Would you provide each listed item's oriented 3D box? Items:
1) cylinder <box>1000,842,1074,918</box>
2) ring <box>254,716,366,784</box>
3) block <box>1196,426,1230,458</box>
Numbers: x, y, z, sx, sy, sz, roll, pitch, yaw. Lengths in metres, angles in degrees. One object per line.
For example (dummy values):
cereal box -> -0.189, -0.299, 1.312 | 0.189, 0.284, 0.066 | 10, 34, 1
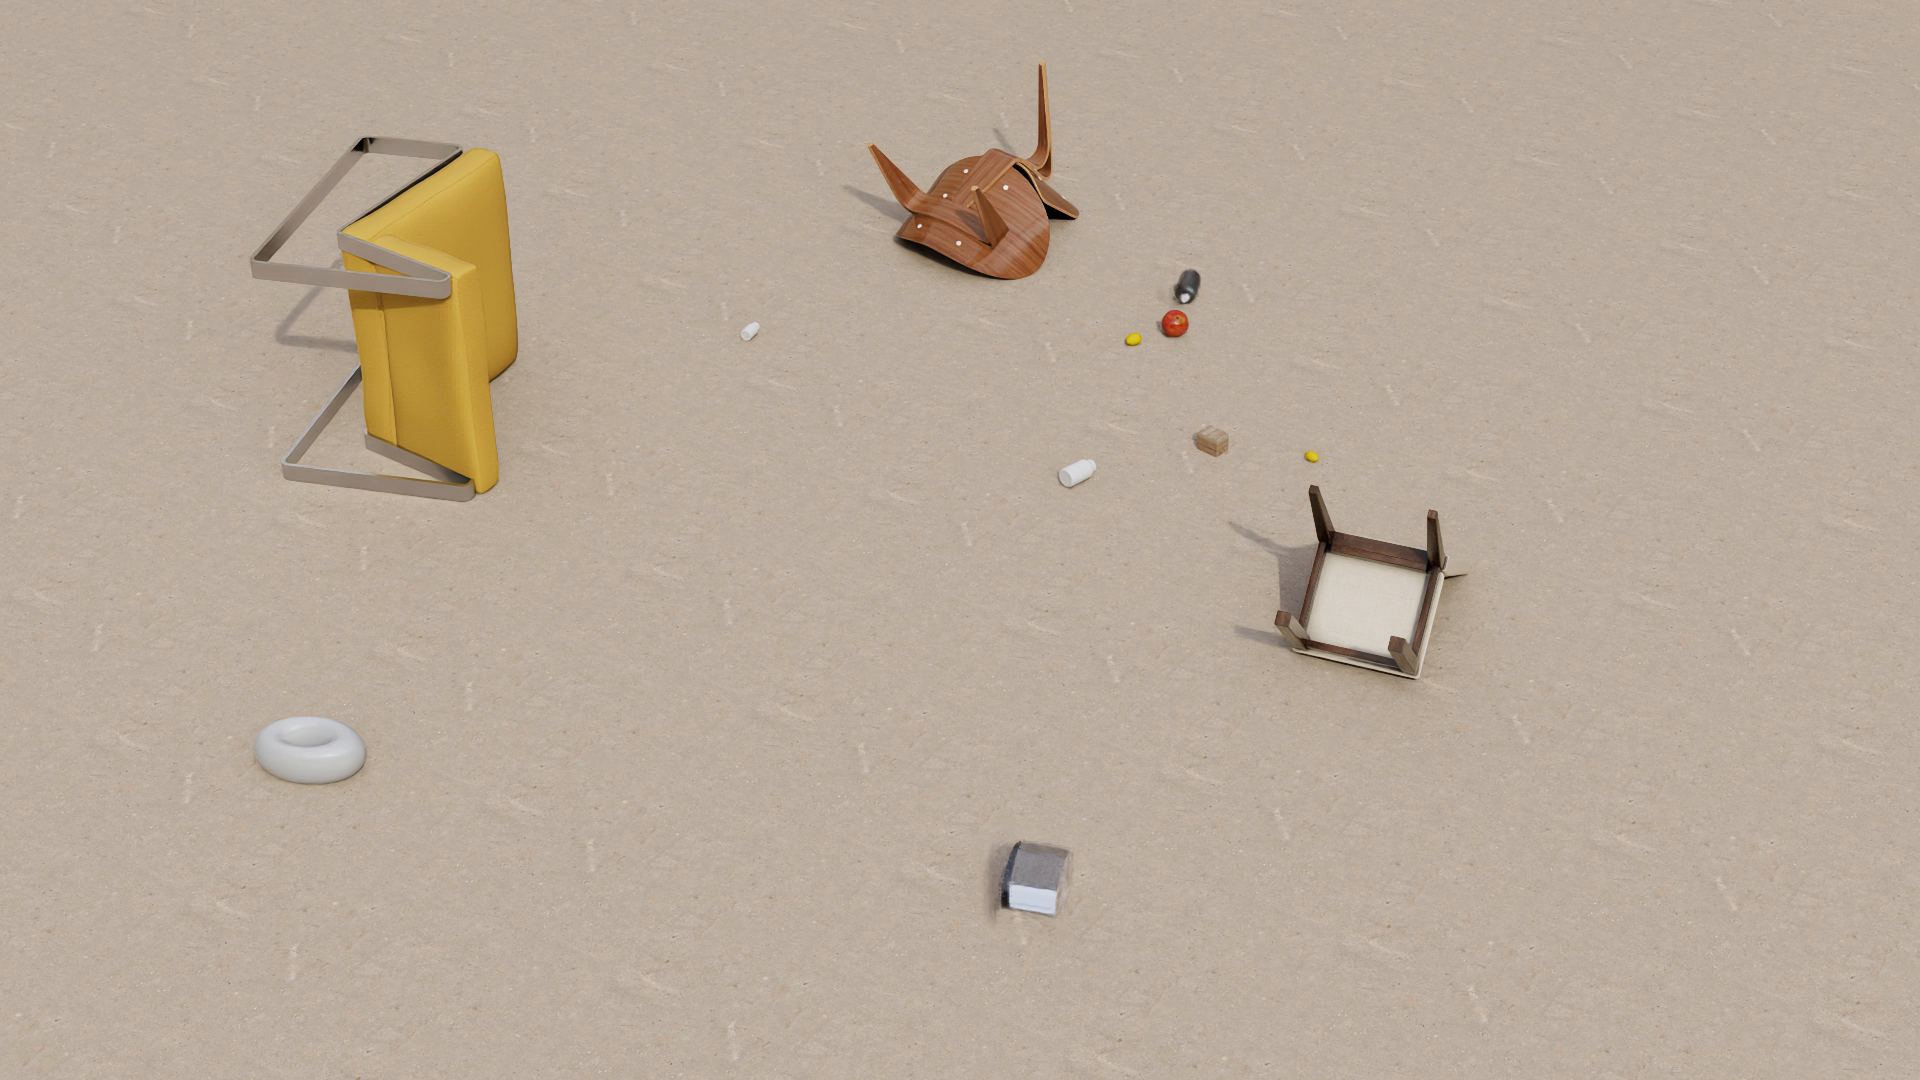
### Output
cylinder -> 0.243, 1.061, 9.164 | 0.173, 0.185, 0.286 | 8, 24, 11
ring -> -2.164, 0.698, 9.755 | 0.386, 0.144, 0.244 | 5, 35, 10
block -> 0.989, -0.386, 11.461 | 0.097, 0.076, 0.074 | 27, 42, 35
